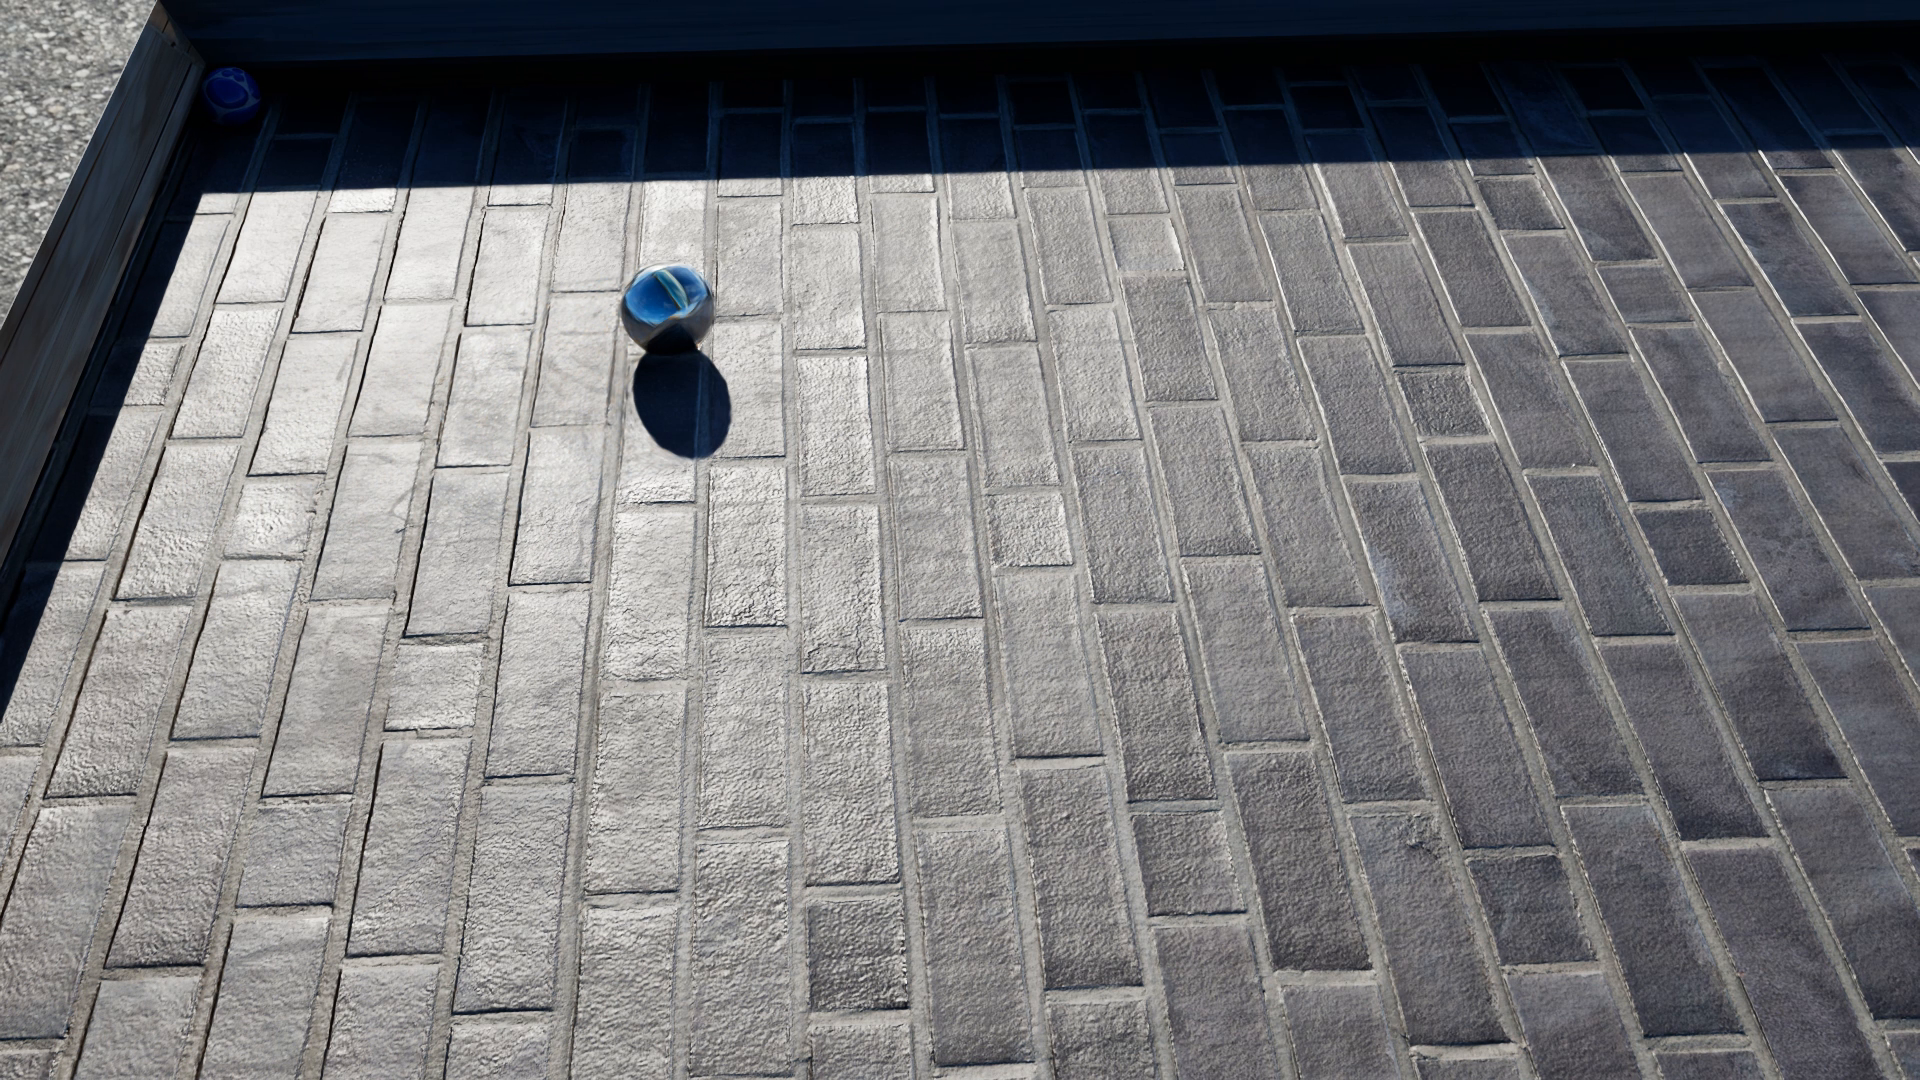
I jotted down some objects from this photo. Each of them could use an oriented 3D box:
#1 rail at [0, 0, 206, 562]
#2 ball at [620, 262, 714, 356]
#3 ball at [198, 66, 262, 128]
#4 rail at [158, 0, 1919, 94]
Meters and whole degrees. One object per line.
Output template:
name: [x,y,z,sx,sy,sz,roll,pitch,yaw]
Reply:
rail: [-0.662,0.010,1.717,0.045,0.095,1.605,-2,36,-3]
ball: [-0.229,-0.181,2.004,0.073,0.073,0.073,0,36,0]
ball: [-0.663,-0.402,2.329,0.055,0.055,0.055,0,36,0]
rail: [0.640,-0.490,2.415,2.749,0.095,0.045,-2,36,-3]
